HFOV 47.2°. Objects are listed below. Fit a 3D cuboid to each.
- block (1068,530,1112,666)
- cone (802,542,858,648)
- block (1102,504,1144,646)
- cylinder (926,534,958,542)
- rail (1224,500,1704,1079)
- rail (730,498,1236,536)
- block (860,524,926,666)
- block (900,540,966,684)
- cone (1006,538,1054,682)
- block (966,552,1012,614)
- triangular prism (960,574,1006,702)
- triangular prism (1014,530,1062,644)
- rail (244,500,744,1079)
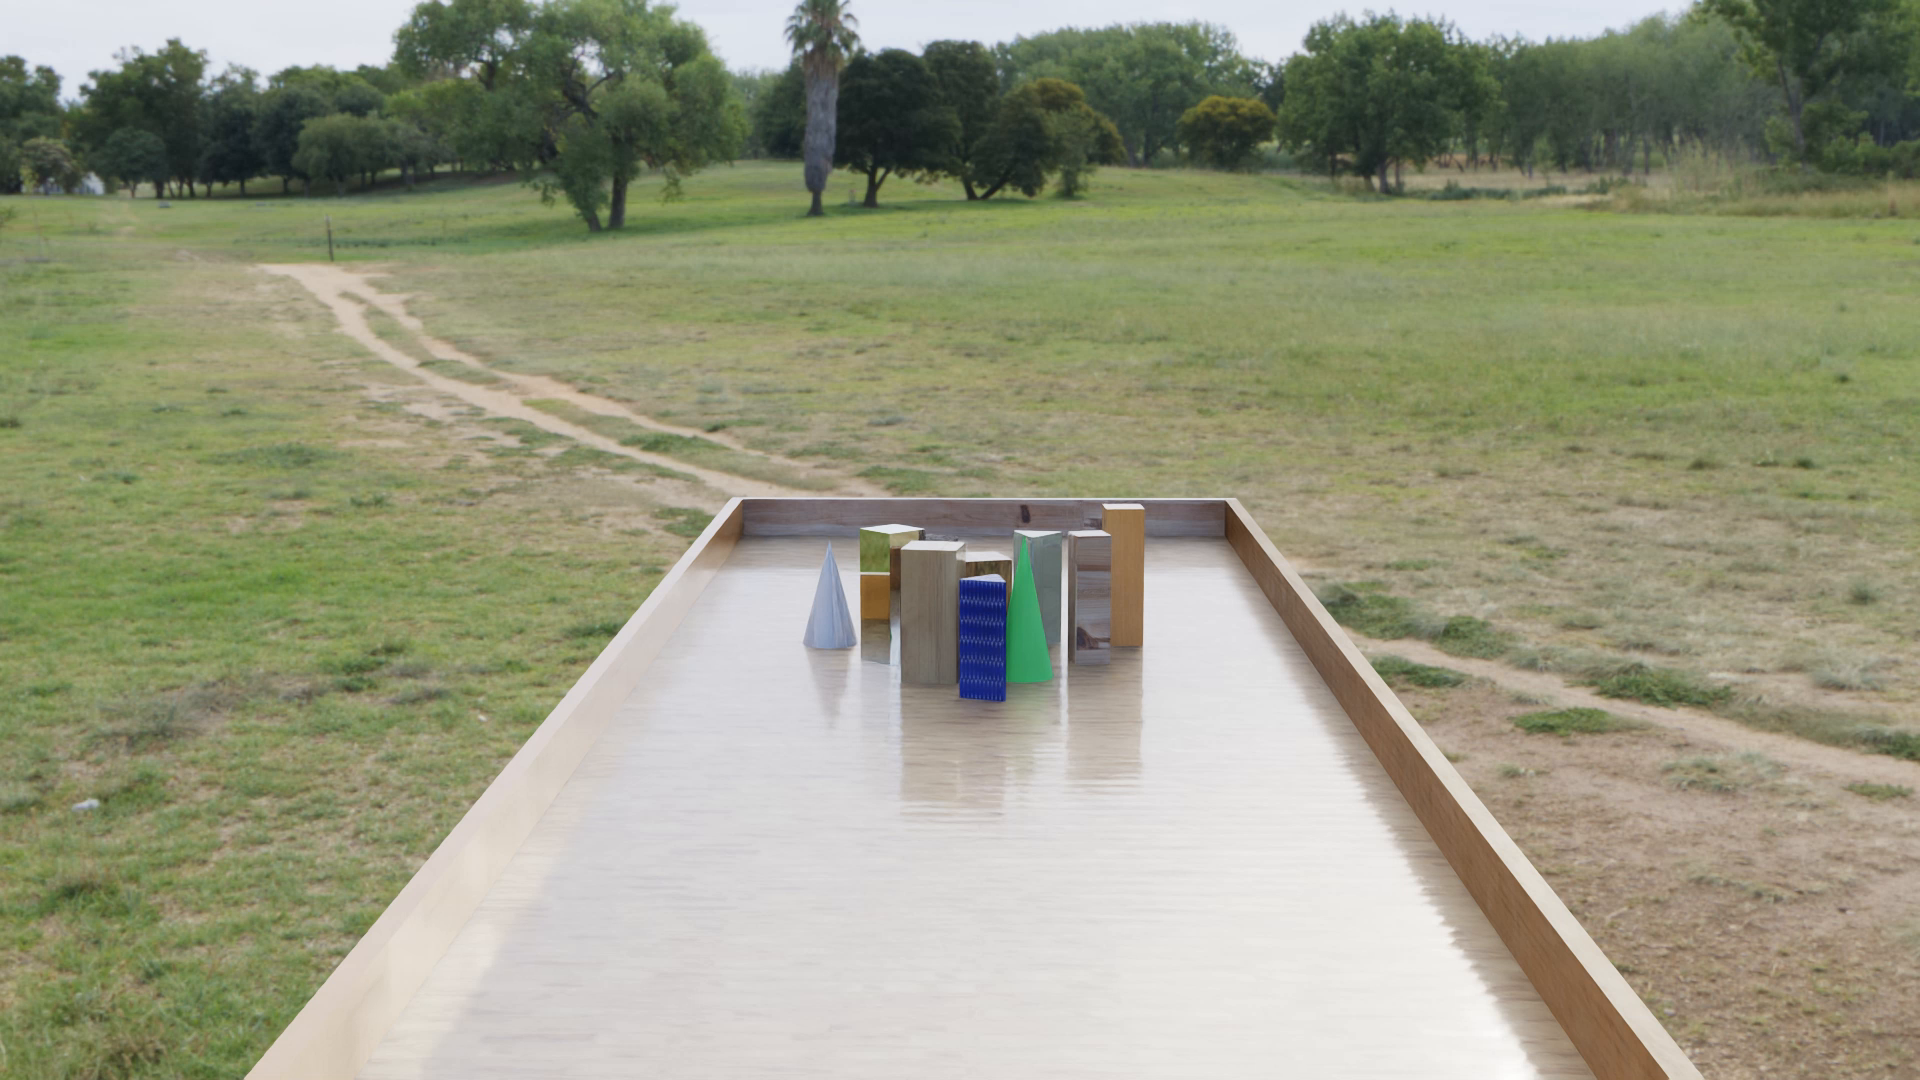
[{"bbox_3d":[0.391,0.174,6.660,0.105,0.392,0.105,-2,9,-12],"label":"block"},{"bbox_3d":[-0.410,0.163,6.932,0.178,0.329,0.178,0,9,0],"label":"cone"},{"bbox_3d":[0.513,0.109,6.936,0.120,0.434,0.120,0,9,-3],"label":"block"},{"bbox_3d":[-0.094,0.161,6.918,0.174,0.336,0.174,0,9,0],"label":"cylinder"},{"bbox_3d":[1.046,0.843,3.208,0.050,0.150,12.000,0,9,1],"label":"rail"},{"bbox_3d":[0.099,-0.098,9.147,2.100,0.150,0.050,0,9,1],"label":"rail"},{"bbox_3d":[-0.204,0.165,6.685,0.141,0.402,0.141,-8,12,-41],"label":"block"},{"bbox_3d":[-0.077,0.210,6.429,0.162,0.393,0.162,2,9,10],"label":"block"},{"bbox_3d":[0.187,0.191,6.446,0.176,0.426,0.176,0,9,0],"label":"cone"},{"bbox_3d":[0.054,0.206,6.696,0.166,0.316,0.166,-3,9,-16],"label":"block"},{"bbox_3d":[0.083,0.272,6.209,0.137,0.339,0.118,3,10,21],"label":"triangular prism"},{"bbox_3d":[0.222,0.150,6.939,0.131,0.352,0.151,7,12,39],"label":"triangular prism"},{"bbox_3d":[-1.004,0.839,3.234,0.050,0.150,12.000,0,9,1],"label":"rail"}]
